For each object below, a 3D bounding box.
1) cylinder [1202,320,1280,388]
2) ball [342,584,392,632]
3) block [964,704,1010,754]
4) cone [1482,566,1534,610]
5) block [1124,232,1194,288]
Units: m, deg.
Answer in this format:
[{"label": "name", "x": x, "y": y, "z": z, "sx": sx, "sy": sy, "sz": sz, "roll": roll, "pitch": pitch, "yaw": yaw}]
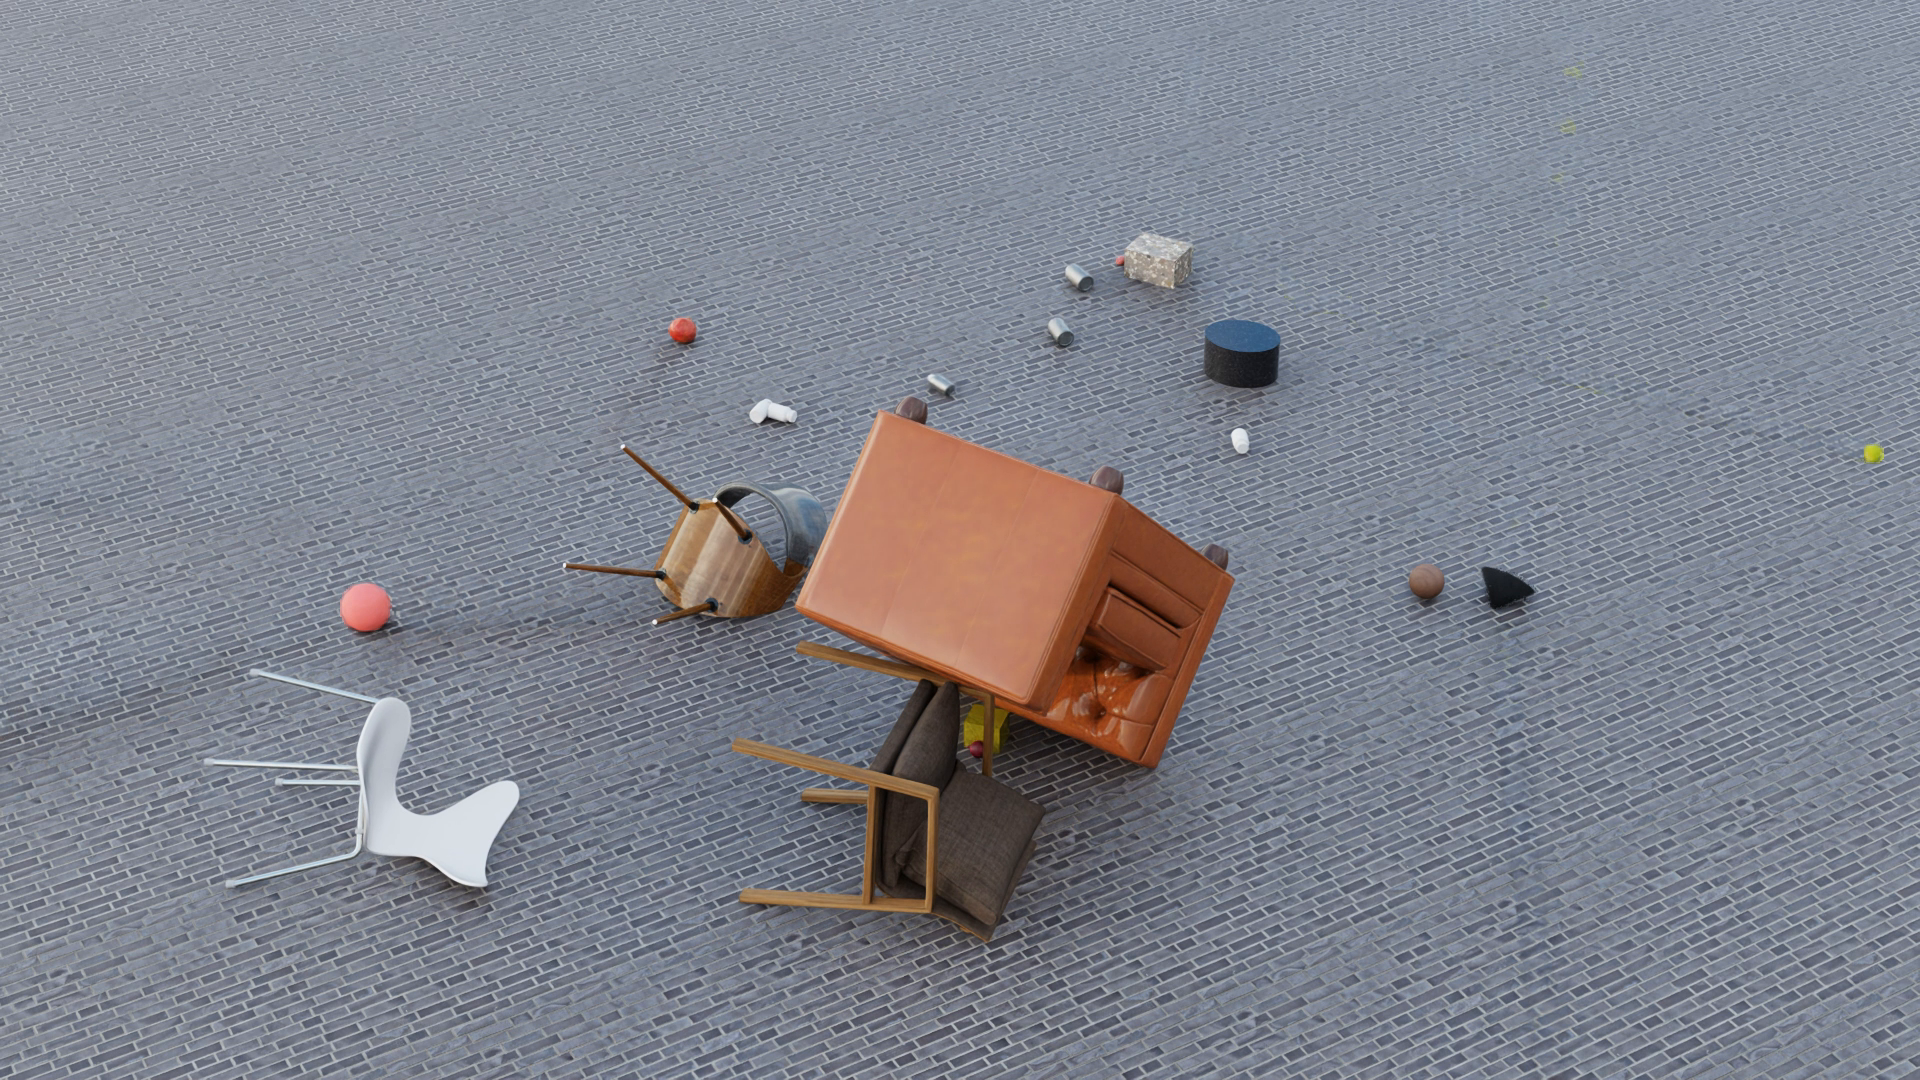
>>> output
[{"label": "cylinder", "x": 1.147, "y": -0.758, "z": 11.943, "sx": 0.313, "sy": 0.168, "sz": 0.257, "roll": 14, "pitch": 36, "yaw": 20}, {"label": "ball", "x": -2.109, "y": 0.240, "z": 10.423, "sx": 0.173, "sy": 0.173, "sz": 0.173, "roll": 0, "pitch": 33, "yaw": 0}, {"label": "block", "x": 0.090, "y": 0.637, "z": 9.883, "sx": 0.126, "sy": 0.105, "sz": 0.108, "roll": 11, "pitch": 35, "yaw": 16}, {"label": "cone", "x": 1.949, "y": 0.199, "z": 10.579, "sx": 0.211, "sy": 0.172, "sz": 0.120, "roll": 24, "pitch": 76, "yaw": 23}, {"label": "block", "x": 0.857, "y": -1.208, "z": 12.657, "sx": 0.238, "sy": 0.133, "sz": 0.183, "roll": 17, "pitch": 37, "yaw": 24}]
